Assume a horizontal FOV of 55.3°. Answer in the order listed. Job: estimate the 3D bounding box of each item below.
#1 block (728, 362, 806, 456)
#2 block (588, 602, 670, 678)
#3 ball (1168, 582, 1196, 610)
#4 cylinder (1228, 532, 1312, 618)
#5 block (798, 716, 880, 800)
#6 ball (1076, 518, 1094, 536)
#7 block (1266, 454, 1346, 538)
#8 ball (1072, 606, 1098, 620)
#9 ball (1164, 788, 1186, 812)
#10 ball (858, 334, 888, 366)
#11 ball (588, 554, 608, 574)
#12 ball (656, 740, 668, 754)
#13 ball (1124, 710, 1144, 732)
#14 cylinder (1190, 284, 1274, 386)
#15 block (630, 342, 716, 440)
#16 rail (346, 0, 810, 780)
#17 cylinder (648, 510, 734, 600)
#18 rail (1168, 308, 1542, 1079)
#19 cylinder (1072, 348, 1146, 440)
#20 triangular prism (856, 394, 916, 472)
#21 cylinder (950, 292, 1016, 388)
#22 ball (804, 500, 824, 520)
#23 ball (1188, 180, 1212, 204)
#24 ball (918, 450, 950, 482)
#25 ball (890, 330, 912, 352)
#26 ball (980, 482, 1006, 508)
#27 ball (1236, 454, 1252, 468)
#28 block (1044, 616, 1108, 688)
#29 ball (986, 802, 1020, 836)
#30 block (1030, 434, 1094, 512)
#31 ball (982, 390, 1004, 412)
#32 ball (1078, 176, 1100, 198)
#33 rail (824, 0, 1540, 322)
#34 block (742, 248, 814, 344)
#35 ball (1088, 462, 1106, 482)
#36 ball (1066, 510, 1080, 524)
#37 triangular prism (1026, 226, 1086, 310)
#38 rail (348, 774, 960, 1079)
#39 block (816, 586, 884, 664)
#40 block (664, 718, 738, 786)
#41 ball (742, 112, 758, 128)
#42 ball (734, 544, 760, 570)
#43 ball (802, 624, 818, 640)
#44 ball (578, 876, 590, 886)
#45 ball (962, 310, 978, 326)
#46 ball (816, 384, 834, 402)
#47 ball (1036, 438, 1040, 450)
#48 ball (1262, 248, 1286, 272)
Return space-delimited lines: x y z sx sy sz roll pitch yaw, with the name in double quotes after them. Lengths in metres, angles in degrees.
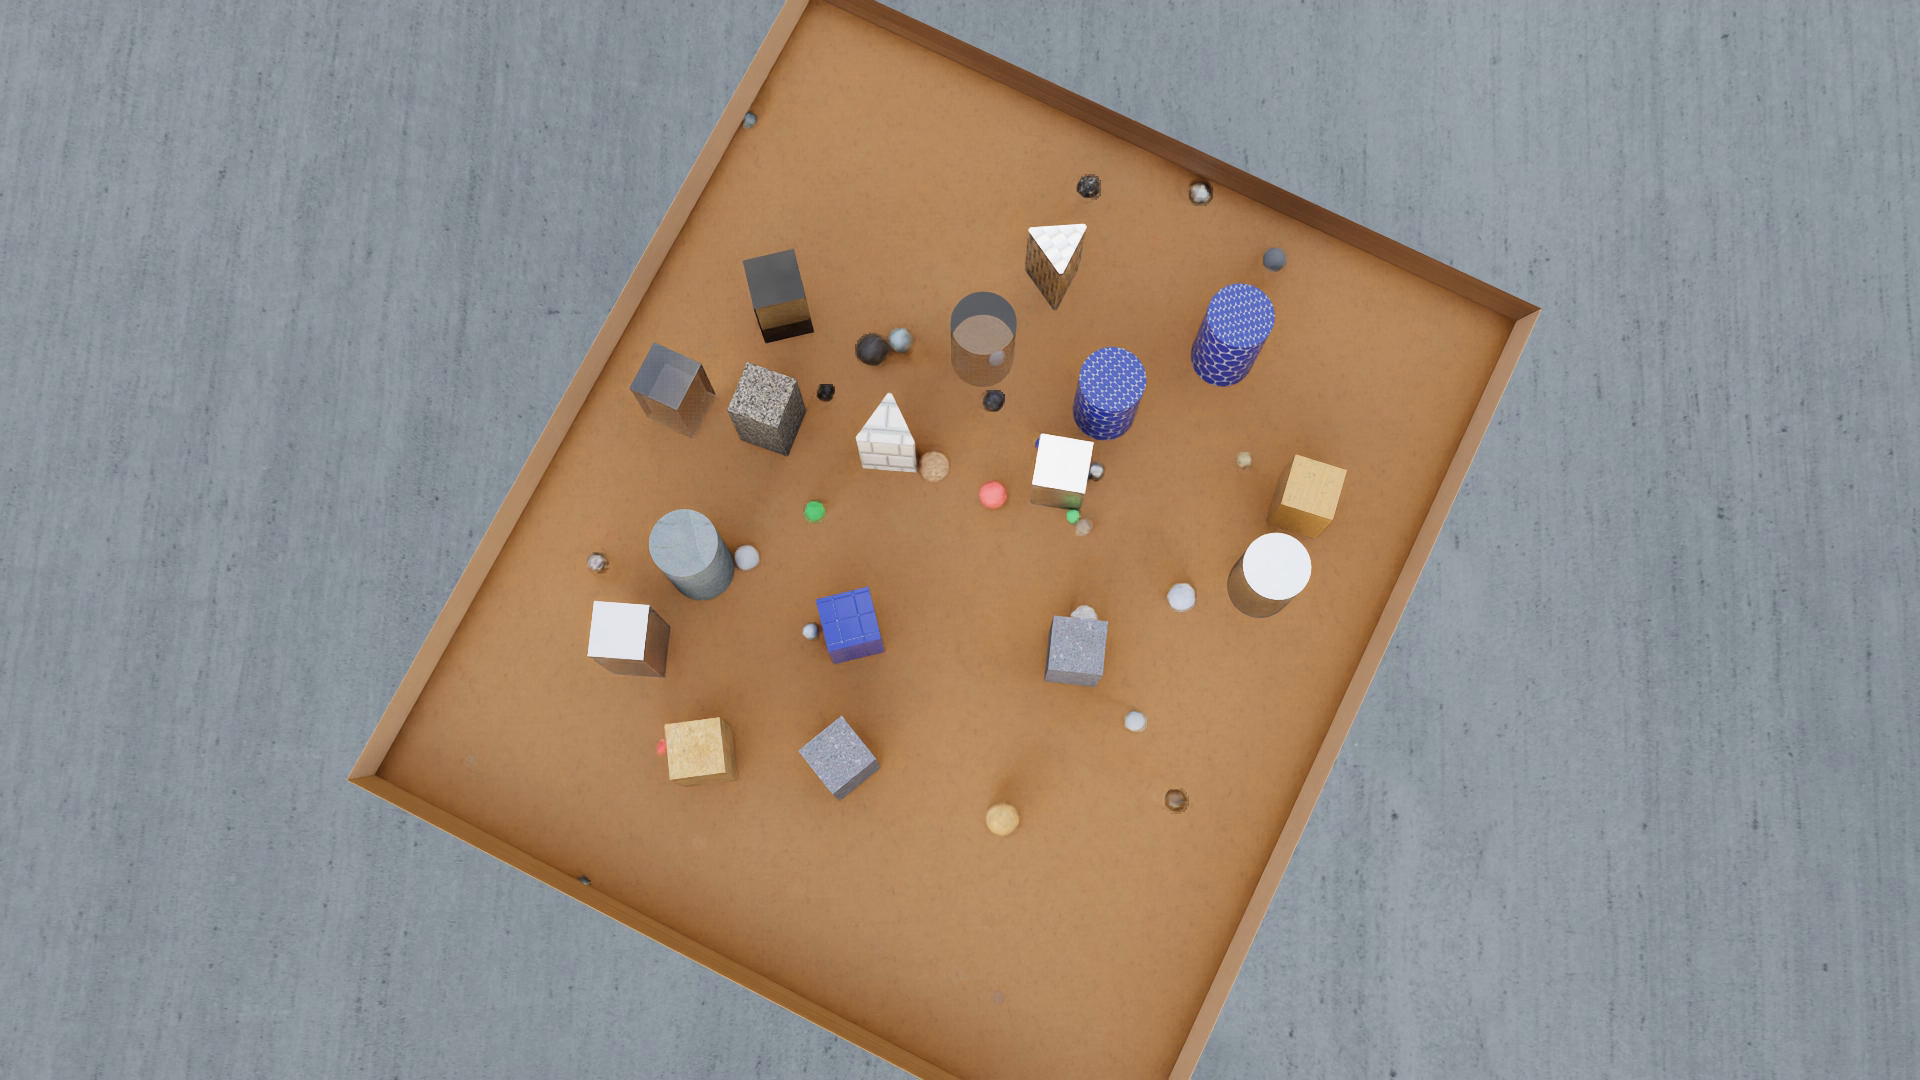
-0.579 -0.390 5.524 0.157 0.339 0.157 20 79 4 "block"
-0.963 0.294 5.357 0.157 0.389 0.157 4 78 1 "block"
0.670 0.171 5.538 0.084 0.084 0.084 0 78 0 "ball"
0.912 0.108 5.428 0.196 0.325 0.196 0 78 0 "cylinder"
-0.347 0.638 5.326 0.157 0.311 0.157 -39 81 -7 "block"
0.381 -0.040 5.597 0.055 0.055 0.055 0 78 0 "ball"
1.038 -0.128 5.505 0.157 0.270 0.157 18 79 4 "block"
0.374 0.237 5.528 0.078 0.078 0.078 0 78 0 "ball"
0.637 0.770 5.424 0.065 0.065 0.065 0 78 0 "ball"
-0.271 -0.590 5.689 0.097 0.097 0.097 0 78 0 "ball"
-1.099 0.071 5.571 0.061 0.061 0.061 0 78 0 "ball"
-0.886 0.618 5.468 0.041 0.041 0.041 0 78 0 "ball"
0.521 0.540 5.473 0.062 0.062 0.062 0 78 0 "ball"
0.820 -0.614 5.540 0.196 0.398 0.196 0 78 0 "cylinder"
-0.864 -0.448 5.541 0.157 0.330 0.157 25 79 5 "block"
-1.122 -0.543 5.663 0.045 0.128 2.890 26 80 5 "rail"
-0.787 0.048 5.404 0.196 0.396 0.196 0 78 0 "cylinder"
1.122 0.556 5.435 0.045 0.128 2.890 26 80 5 "rail"
0.448 -0.438 5.537 0.196 0.334 0.196 0 78 0 "cylinder"
-0.212 -0.325 5.513 0.170 0.334 0.147 5 78 1 "triangular prism"
0.070 -0.607 5.572 0.196 0.332 0.196 0 78 0 "cylinder"
-0.444 -0.089 5.604 0.061 0.061 0.061 0 78 0 "ball"
0.759 -1.101 5.807 0.073 0.073 0.073 0 78 0 "ball"
-0.080 -0.227 5.616 0.094 0.094 0.094 0 78 0 "ball"
-0.183 -0.619 5.707 0.074 0.074 0.074 0 78 0 "ball"
0.102 -0.138 5.602 0.084 0.084 0.084 0 78 0 "ball"
0.876 -0.243 5.643 0.047 0.047 0.047 0 78 0 "ball"
0.340 0.331 5.408 0.157 0.274 0.157 6 78 1 "block"
0.125 0.822 5.396 0.098 0.098 0.098 0 78 0 "ball"
0.304 -0.201 5.529 0.157 0.253 0.157 10 78 2 "block"
0.103 -0.429 5.672 0.065 0.065 0.065 0 78 0 "ball"
0.408 -1.119 5.812 0.071 0.071 0.071 0 78 0 "ball"
0.636 -1.238 5.807 2.557 0.128 0.045 26 80 5 "rail"
-0.552 -0.742 5.603 0.157 0.328 0.157 -13 79 -3 "block"
0.418 -0.209 5.631 0.057 0.057 0.057 0 78 0 "ball"
0.346 -0.072 5.610 0.043 0.043 0.043 0 78 0 "ball"
0.314 -0.865 5.623 0.147 0.337 0.170 -33 80 -6 "triangular prism"
-0.636 1.252 5.291 2.557 0.128 0.045 26 80 5 "rail"
-0.323 0.255 5.426 0.157 0.269 0.157 -14 79 -3 "block"
-0.752 0.620 5.339 0.157 0.293 0.157 -7 78 -2 "block"
-0.674 -1.347 5.870 0.050 0.050 0.050 0 78 0 "ball"
-0.648 0.052 5.567 0.076 0.076 0.076 0 78 0 "ball"
-0.451 0.277 5.535 0.048 0.048 0.048 0 78 0 "ball"
-1.107 1.009 5.387 0.041 0.041 0.041 0 78 0 "ball"
0.034 -0.696 5.735 0.051 0.051 0.051 0 78 0 "ball"
-0.418 -0.454 5.683 0.053 0.053 0.053 0 78 0 "ball"
0.253 -0.296 5.656 0.043 0.043 0.043 0 78 0 "ball"
0.988 -0.881 5.762 0.073 0.073 0.073 0 78 0 "ball"
